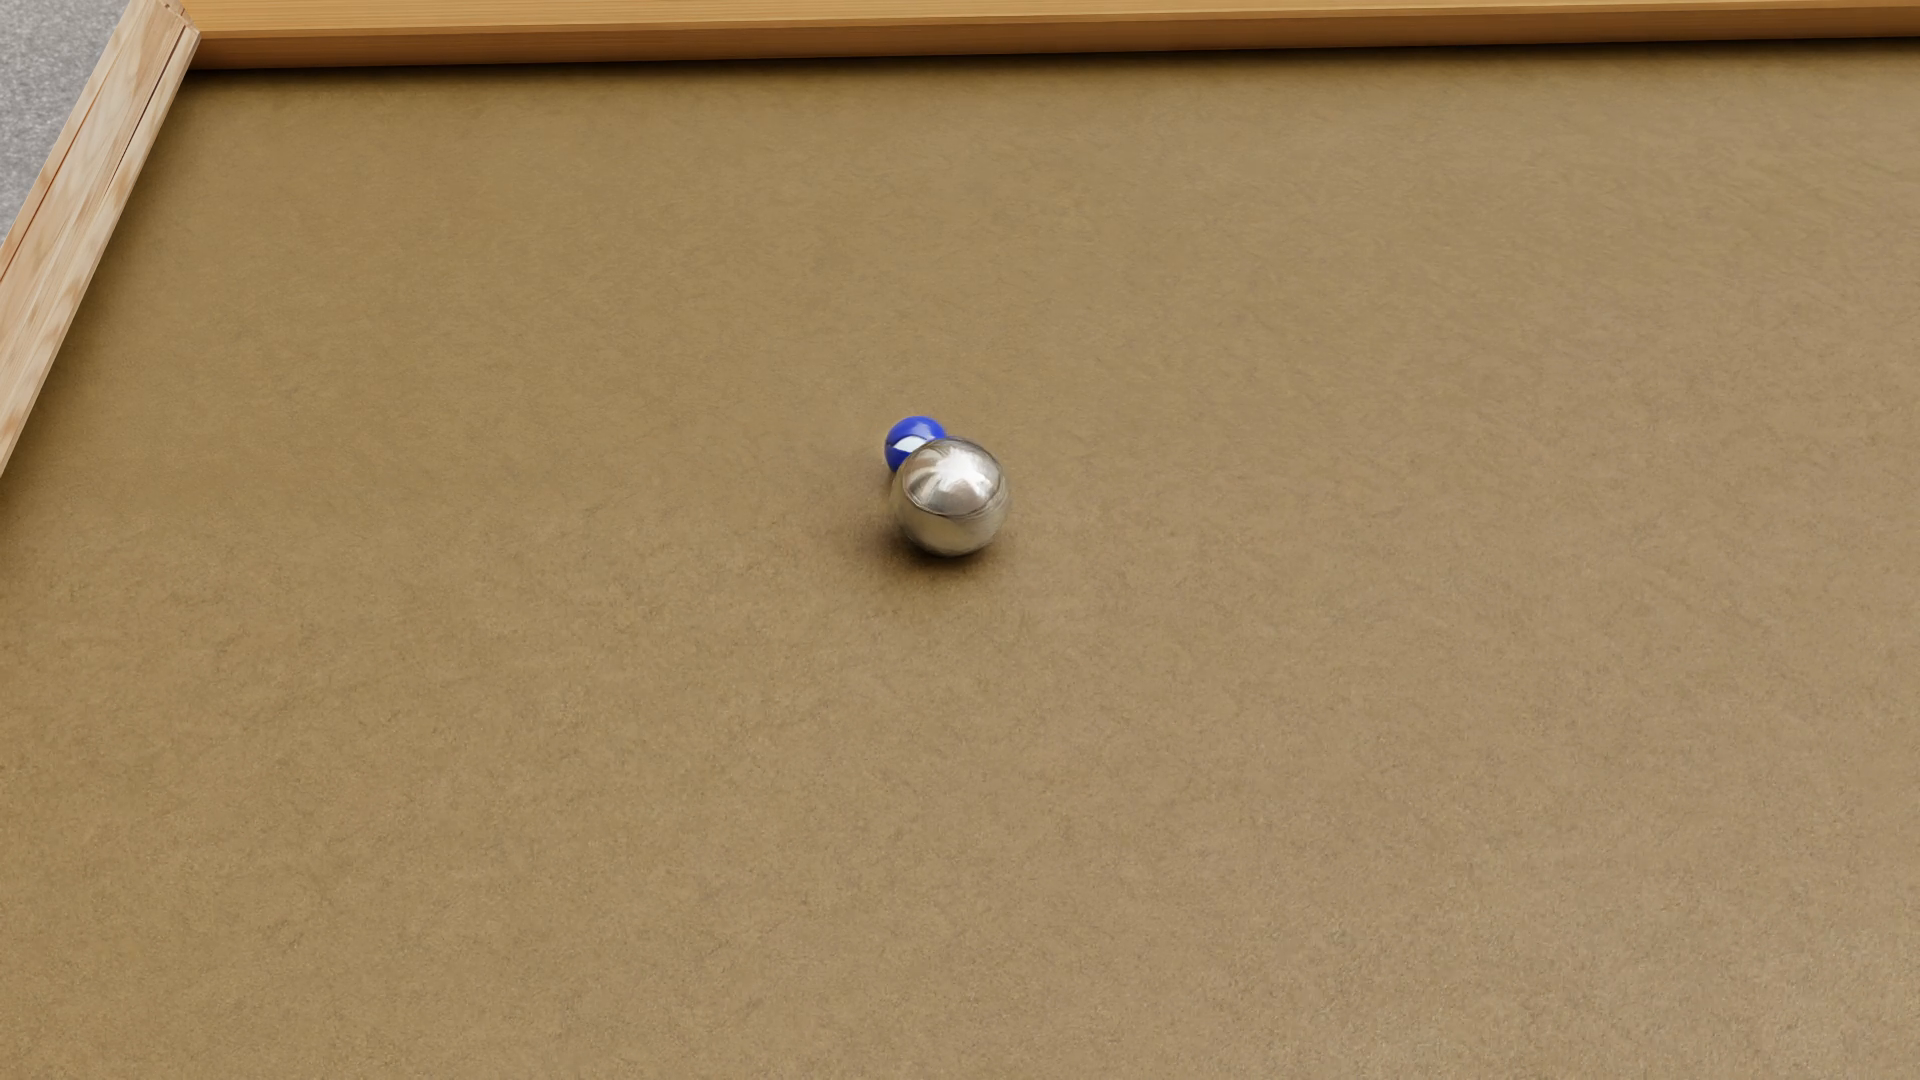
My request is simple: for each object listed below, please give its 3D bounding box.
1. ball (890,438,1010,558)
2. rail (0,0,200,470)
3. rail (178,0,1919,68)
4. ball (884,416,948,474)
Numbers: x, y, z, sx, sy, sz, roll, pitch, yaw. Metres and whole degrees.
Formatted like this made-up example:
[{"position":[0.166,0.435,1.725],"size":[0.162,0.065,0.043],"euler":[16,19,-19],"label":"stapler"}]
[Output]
[{"position":[-0.006,-0.030,1.775],"size":[0.083,0.083,0.083],"euler":[0,36,0],"label":"ball"},{"position":[-0.684,-0.006,1.720],"size":[0.045,0.108,1.655],"euler":[-2,36,-2],"label":"rail"},{"position":[0.671,-0.513,2.422],"size":[2.833,0.108,0.045],"euler":[-2,36,-2],"label":"rail"},{"position":[-0.031,-0.066,1.855],"size":[0.048,0.048,0.048],"euler":[0,36,0],"label":"ball"}]
